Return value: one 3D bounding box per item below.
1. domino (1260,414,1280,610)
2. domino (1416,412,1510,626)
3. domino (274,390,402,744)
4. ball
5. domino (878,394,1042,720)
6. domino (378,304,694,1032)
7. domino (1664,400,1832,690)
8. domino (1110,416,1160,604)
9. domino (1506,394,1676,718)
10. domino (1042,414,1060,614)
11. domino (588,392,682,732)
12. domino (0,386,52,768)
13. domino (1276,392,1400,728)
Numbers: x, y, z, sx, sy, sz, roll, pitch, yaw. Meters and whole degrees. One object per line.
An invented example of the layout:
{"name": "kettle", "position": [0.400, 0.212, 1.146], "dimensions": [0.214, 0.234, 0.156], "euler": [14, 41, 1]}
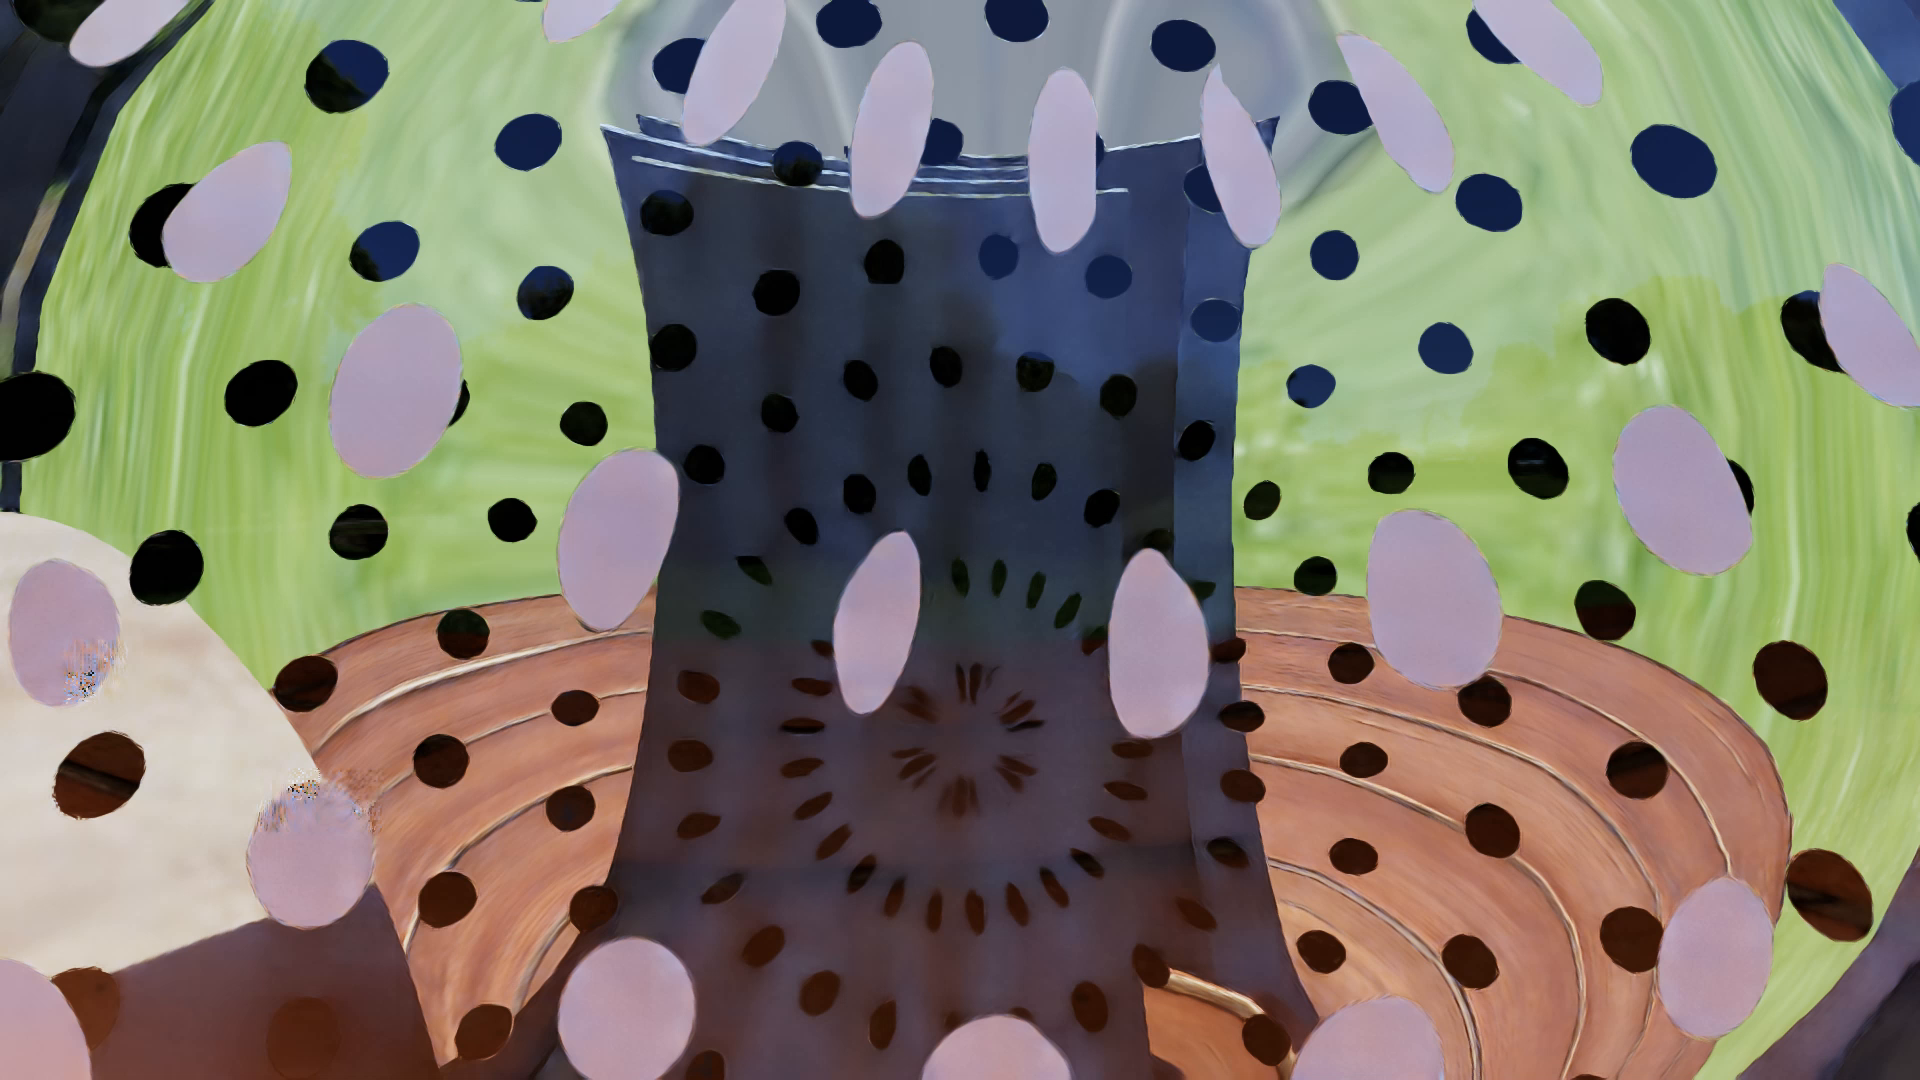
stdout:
{"name": "domino", "position": [0.088, -0.008, 0.337], "dimensions": [0.010, 0.050, 0.025], "euler": [3, 5, 32]}
{"name": "domino", "position": [0.122, -0.006, 0.309], "dimensions": [0.025, 0.050, 0.010], "euler": [-4, 6, -42]}
{"name": "domino", "position": [-0.093, 0.003, 0.193], "dimensions": [0.010, 0.050, 0.025], "euler": [-1, 4, -10]}
{"name": "ball", "position": [0.001, -0.001, 0.053], "dimensions": [0.080, 0.080, 0.080], "euler": [0, 4, 0]}
{"name": "domino", "position": [0.000, 0.002, 0.201], "dimensions": [0.025, 0.050, 0.010], "euler": [0, 4, 0]}
{"name": "domino", "position": [-0.035, 0.008, 0.100], "dimensions": [0.010, 0.050, 0.025], "euler": [-1, -39, -34]}
{"name": "domino", "position": [0.140, 0.000, 0.231], "dimensions": [0.025, 0.050, 0.010], "euler": [4, 6, 40]}
{"name": "domino", "position": [0.048, -0.009, 0.352], "dimensions": [0.009, 0.050, 0.025], "euler": [0, 4, -1]}
{"name": "domino", "position": [0.103, 0.002, 0.210], "dimensions": [0.010, 0.050, 0.025], "euler": [-1, 4, -14]}
{"name": "domino", "position": [0.012, -0.007, 0.330], "dimensions": [0.025, 0.050, 0.010], "euler": [2, 5, 27]}
{"name": "domino", "position": [-0.050, 0.003, 0.198], "dimensions": [0.010, 0.050, 0.025], "euler": [0, 4, -5]}
{"name": "domino", "position": [-0.133, 0.004, 0.177], "dimensions": [0.010, 0.050, 0.025], "euler": [-3, 5, -38]}
{"name": "domino", "position": [0.059, 0.002, 0.204], "dimensions": [0.009, 0.050, 0.025], "euler": [0, 4, -5]}
